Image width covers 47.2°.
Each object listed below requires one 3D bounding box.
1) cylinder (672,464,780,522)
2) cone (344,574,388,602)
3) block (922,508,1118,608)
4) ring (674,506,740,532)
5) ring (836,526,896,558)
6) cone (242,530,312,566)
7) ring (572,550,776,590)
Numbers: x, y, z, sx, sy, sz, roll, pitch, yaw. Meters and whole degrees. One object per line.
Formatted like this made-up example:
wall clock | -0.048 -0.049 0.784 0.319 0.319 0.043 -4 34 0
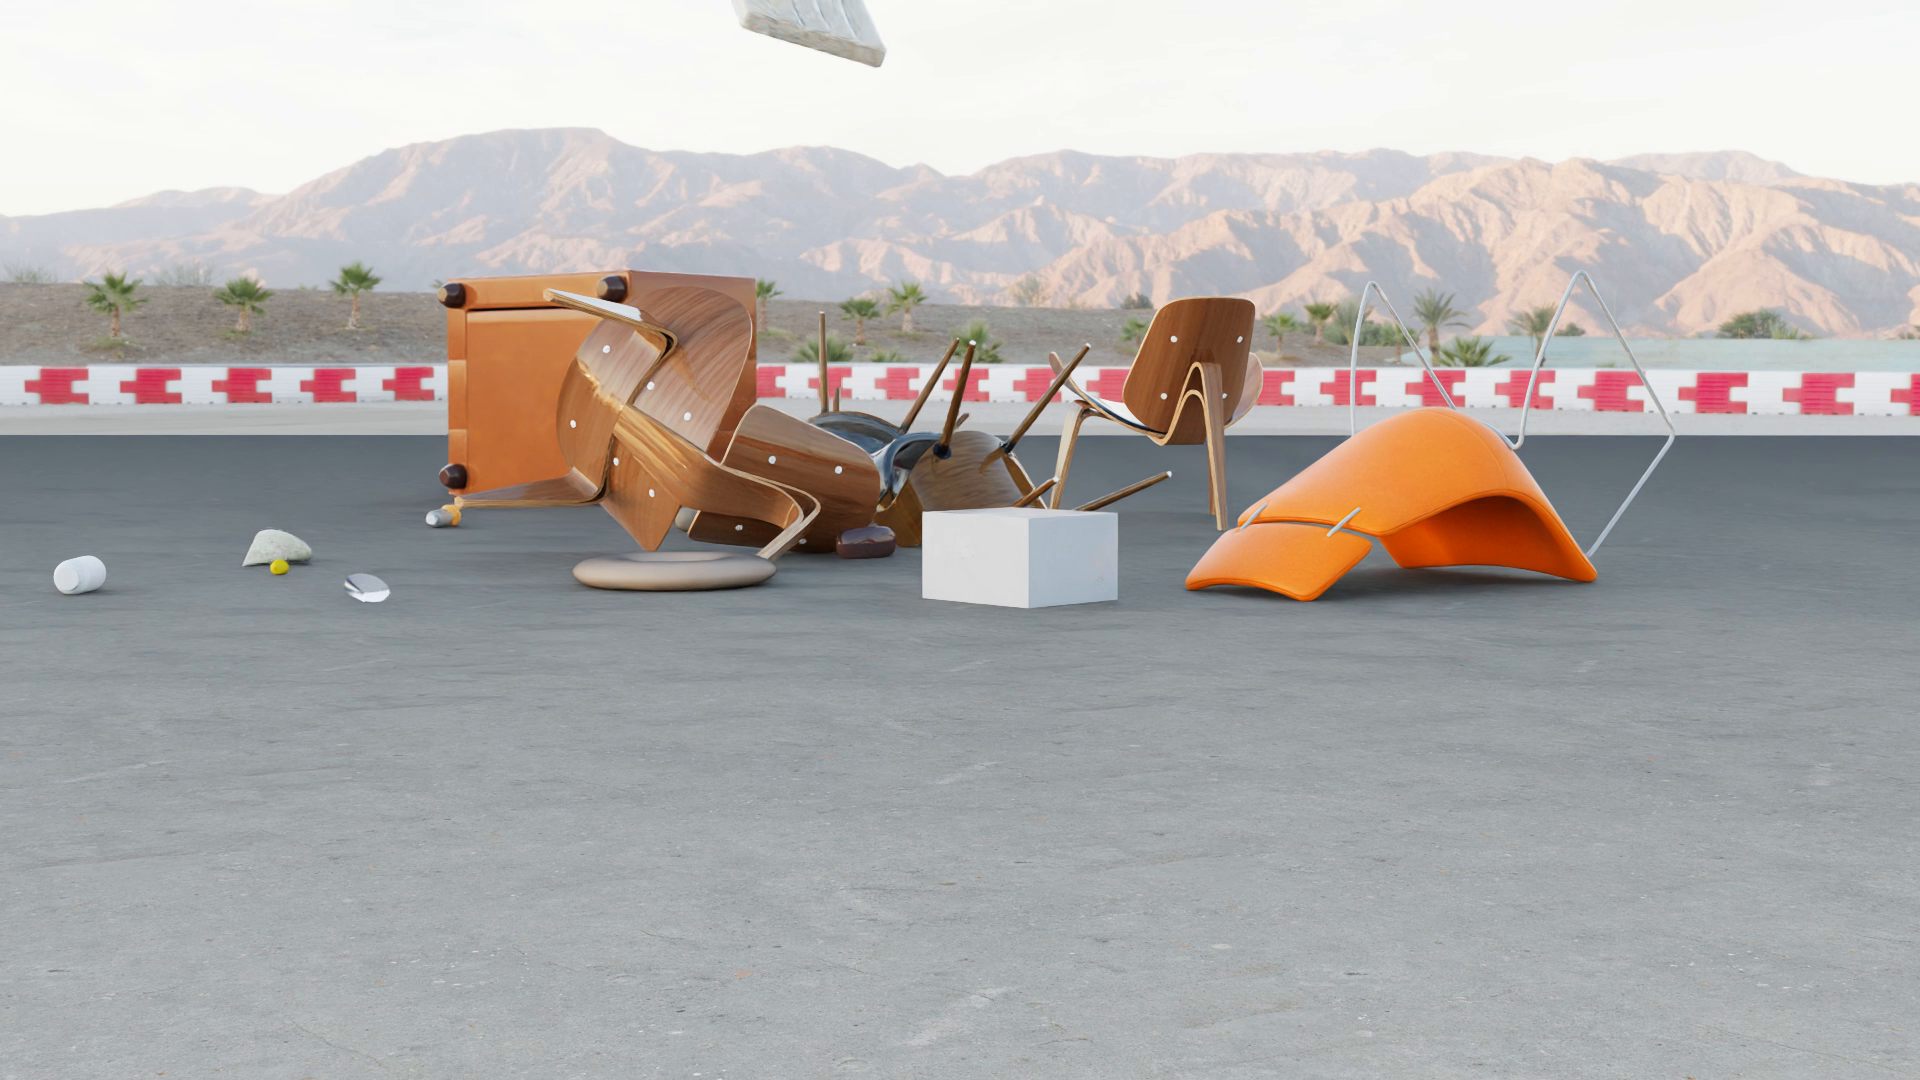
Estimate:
cylinder | -0.802 -0.162 7.532 0.252 0.180 0.282 19 -10 -43
cone | -1.265 0.115 4.668 0.096 0.040 0.082 7 43 -30
block | 0.128 0.033 4.708 0.275 0.185 0.315 -4 5 -44
ring | -0.798 -0.067 6.968 0.155 0.077 0.235 2 3 45
ring | -0.249 0.007 5.861 0.194 0.081 0.088 -5 4 -39
cone | -1.785 0.042 5.633 0.198 0.084 0.144 11 26 27
ring | -0.656 0.070 5.058 0.466 0.066 0.436 0 4 0
